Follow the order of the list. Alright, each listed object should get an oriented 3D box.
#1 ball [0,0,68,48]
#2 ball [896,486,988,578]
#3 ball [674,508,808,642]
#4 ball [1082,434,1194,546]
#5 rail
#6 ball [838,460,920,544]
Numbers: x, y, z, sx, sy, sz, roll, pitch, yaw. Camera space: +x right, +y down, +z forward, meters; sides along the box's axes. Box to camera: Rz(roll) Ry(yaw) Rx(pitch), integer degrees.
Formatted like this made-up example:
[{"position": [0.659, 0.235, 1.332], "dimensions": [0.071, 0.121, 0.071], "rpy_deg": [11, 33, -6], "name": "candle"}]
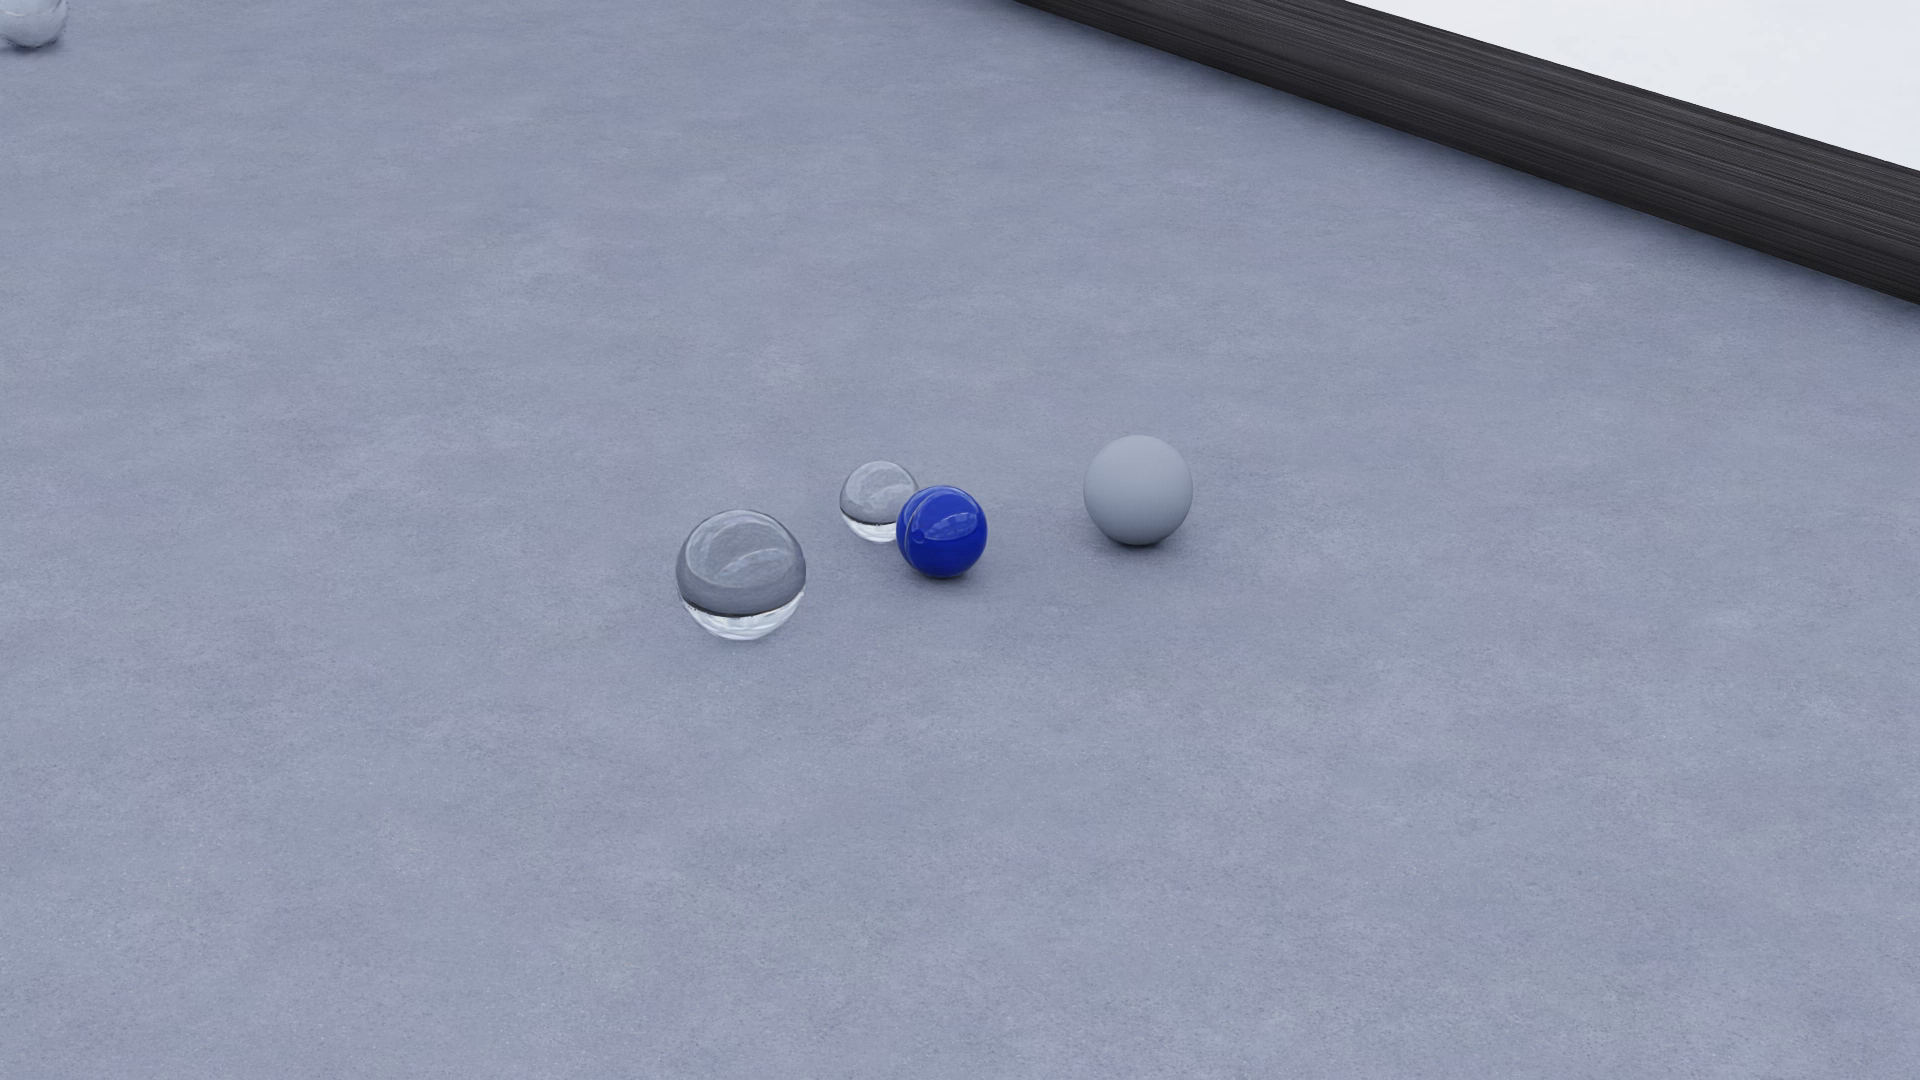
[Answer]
[{"position": [-1.092, -0.622, 3.449], "dimensions": [0.087, 0.087, 0.087], "rpy_deg": [0, 25, 0], "name": "ball"}, {"position": [-0.013, -0.006, 2.157], "dimensions": [0.068, 0.068, 0.068], "rpy_deg": [0, 25, 0], "name": "ball"}, {"position": [-0.154, 0.024, 2.062], "dimensions": [0.093, 0.093, 0.093], "rpy_deg": [0, 25, 0], "name": "ball"}, {"position": [0.134, -0.038, 2.206], "dimensions": [0.083, 0.083, 0.083], "rpy_deg": [0, 25, 0], "name": "ball"}, {"position": [0.223, -0.622, 3.406], "dimensions": [0.045, 0.121, 3.990], "rpy_deg": [-18, 30, -33], "name": "rail"}, {"position": [-0.060, -0.029, 2.212], "dimensions": [0.062, 0.062, 0.062], "rpy_deg": [0, 25, 0], "name": "ball"}]
